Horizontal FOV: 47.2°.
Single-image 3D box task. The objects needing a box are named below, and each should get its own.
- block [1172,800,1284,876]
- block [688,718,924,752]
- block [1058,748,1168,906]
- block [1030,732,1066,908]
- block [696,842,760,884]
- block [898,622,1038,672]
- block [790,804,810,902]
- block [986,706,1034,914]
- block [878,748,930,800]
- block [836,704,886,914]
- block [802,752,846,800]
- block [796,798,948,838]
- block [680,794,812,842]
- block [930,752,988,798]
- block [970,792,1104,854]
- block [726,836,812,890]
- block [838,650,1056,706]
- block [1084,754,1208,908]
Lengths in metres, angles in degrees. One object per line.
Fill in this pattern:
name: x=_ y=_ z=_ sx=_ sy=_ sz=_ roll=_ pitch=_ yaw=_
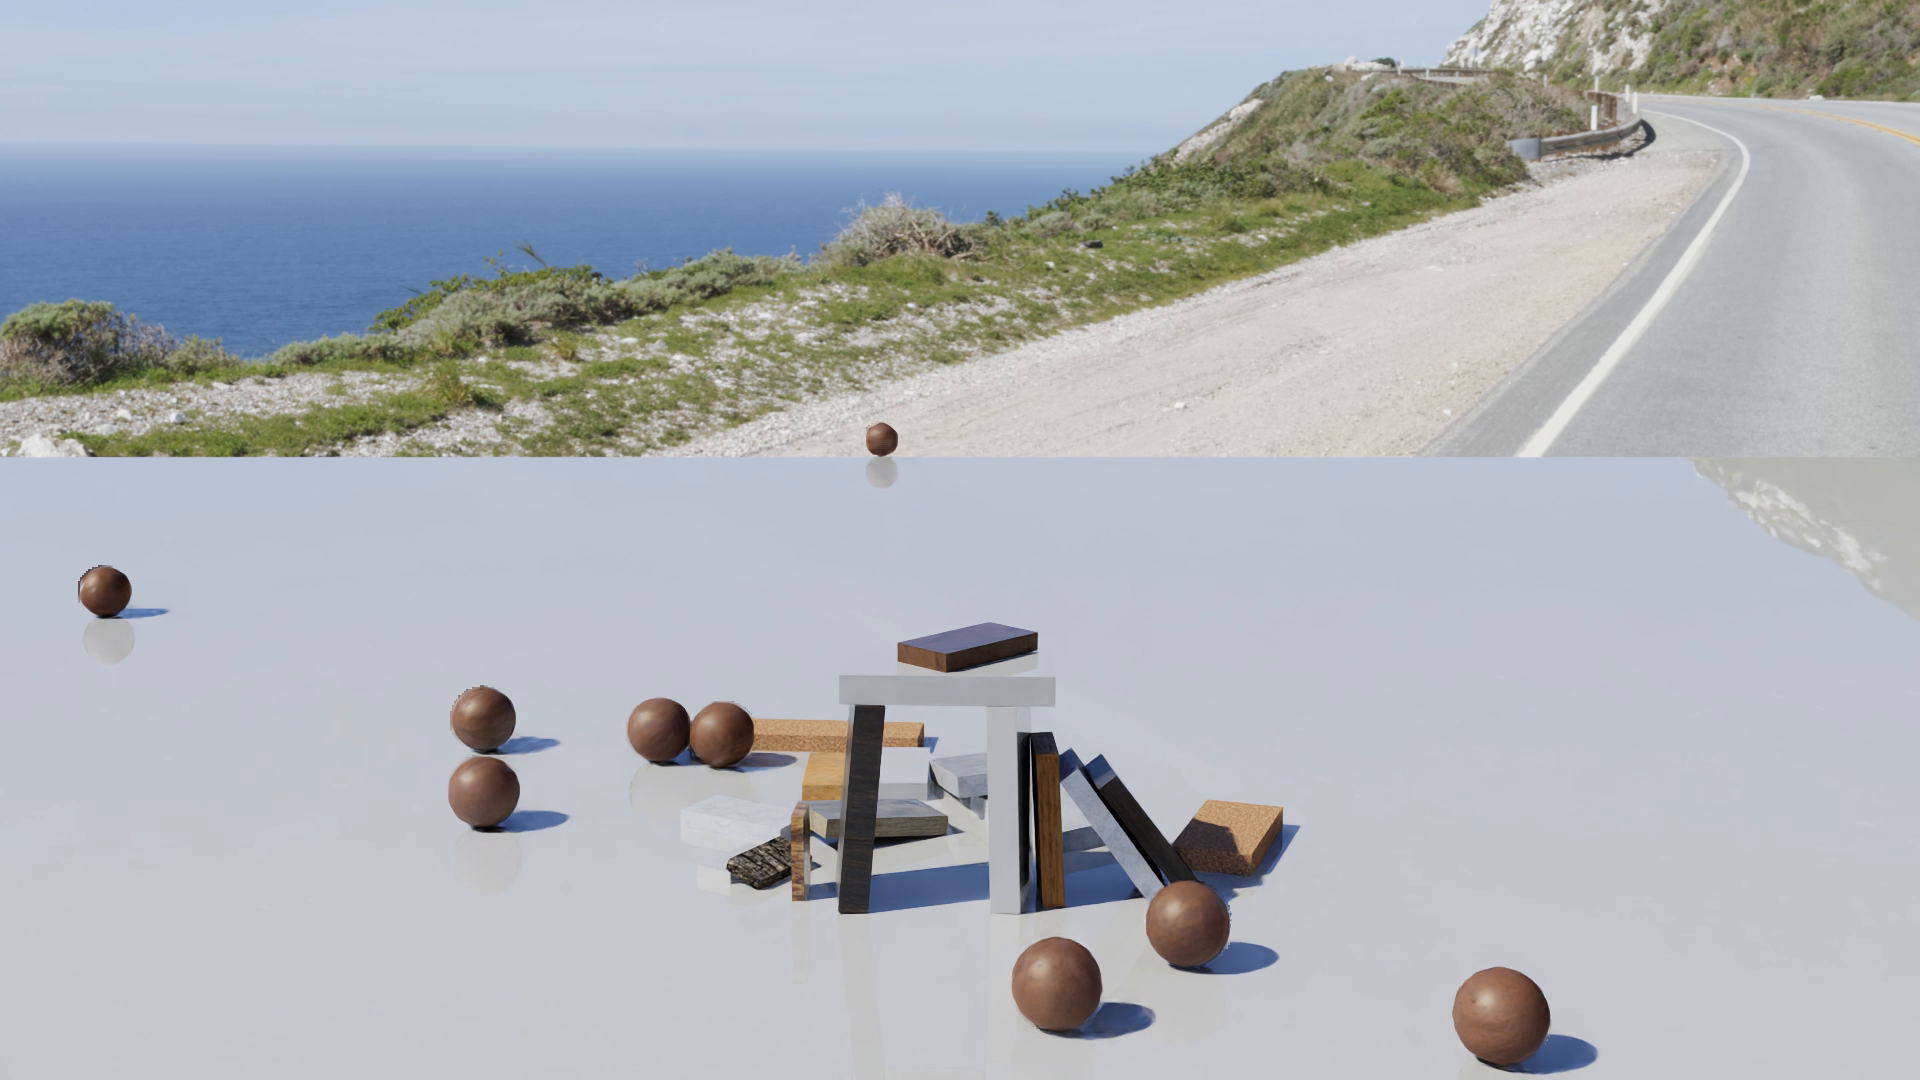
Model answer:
block: x=0.476 y=0.526 z=3.902 sx=0.141 sy=0.040 sz=0.283 roll=4 pitch=11 yaw=19
block: x=-0.317 y=0.406 z=4.564 sx=0.474 sy=0.035 sz=0.123 roll=1 pitch=11 yaw=5
block: x=0.250 y=0.474 z=3.651 sx=0.037 sy=0.261 sz=0.131 roll=-35 pitch=10 yaw=4
block: x=0.145 y=0.462 z=3.641 sx=0.037 sy=0.261 sz=0.131 roll=-3 pitch=11 yaw=-2
block: x=-0.378 y=0.557 z=3.791 sx=0.073 sy=0.021 sz=0.146 roll=7 pitch=12 yaw=32
block: x=0.014 y=0.176 z=3.640 sx=0.111 sy=0.031 sz=0.221 roll=10 pitch=14 yaw=43
block: x=-0.265 y=0.518 z=3.655 sx=0.021 sy=0.146 sz=0.073 roll=1 pitch=11 yaw=4
block: x=0.083 y=0.422 z=3.627 sx=0.049 sy=0.346 sz=0.173 roll=0 pitch=10 yaw=9
block: x=-0.123 y=0.456 z=4.296 sx=0.123 sy=0.035 sz=0.246 roll=0 pitch=11 yaw=0
block: x=-0.165 y=0.421 z=3.627 sx=0.049 sy=0.346 sz=0.173 roll=4 pitch=10 yaw=-5
block: x=-0.244 y=0.460 z=4.282 sx=0.111 sy=0.031 sz=0.221 roll=0 pitch=11 yaw=0
block: x=-0.159 y=0.501 z=3.964 sx=0.246 sy=0.035 sz=0.123 roll=3 pitch=8 yaw=-31
block: x=-0.387 y=0.510 z=4.013 sx=0.221 sy=0.031 sz=0.111 roll=6 pitch=12 yaw=29
block: x=0.038 y=0.445 z=4.189 sx=0.141 sy=0.040 sz=0.283 roll=-6 pitch=2 yaw=-11
block: x=0.158 y=0.504 z=4.020 sx=0.141 sy=0.040 sz=0.283 roll=-7 pitch=13 yaw=-33
block: x=-0.325 y=0.551 z=3.757 sx=0.073 sy=0.021 sz=0.146 roll=28 pitch=23 yaw=26
block: x=-0.019 y=0.225 z=3.596 sx=0.346 sy=0.049 sz=0.173 roll=1 pitch=10 yaw=1
block: x=0.307 y=0.479 z=3.631 sx=0.037 sy=0.261 sz=0.131 roll=-37 pitch=13 yaw=0
